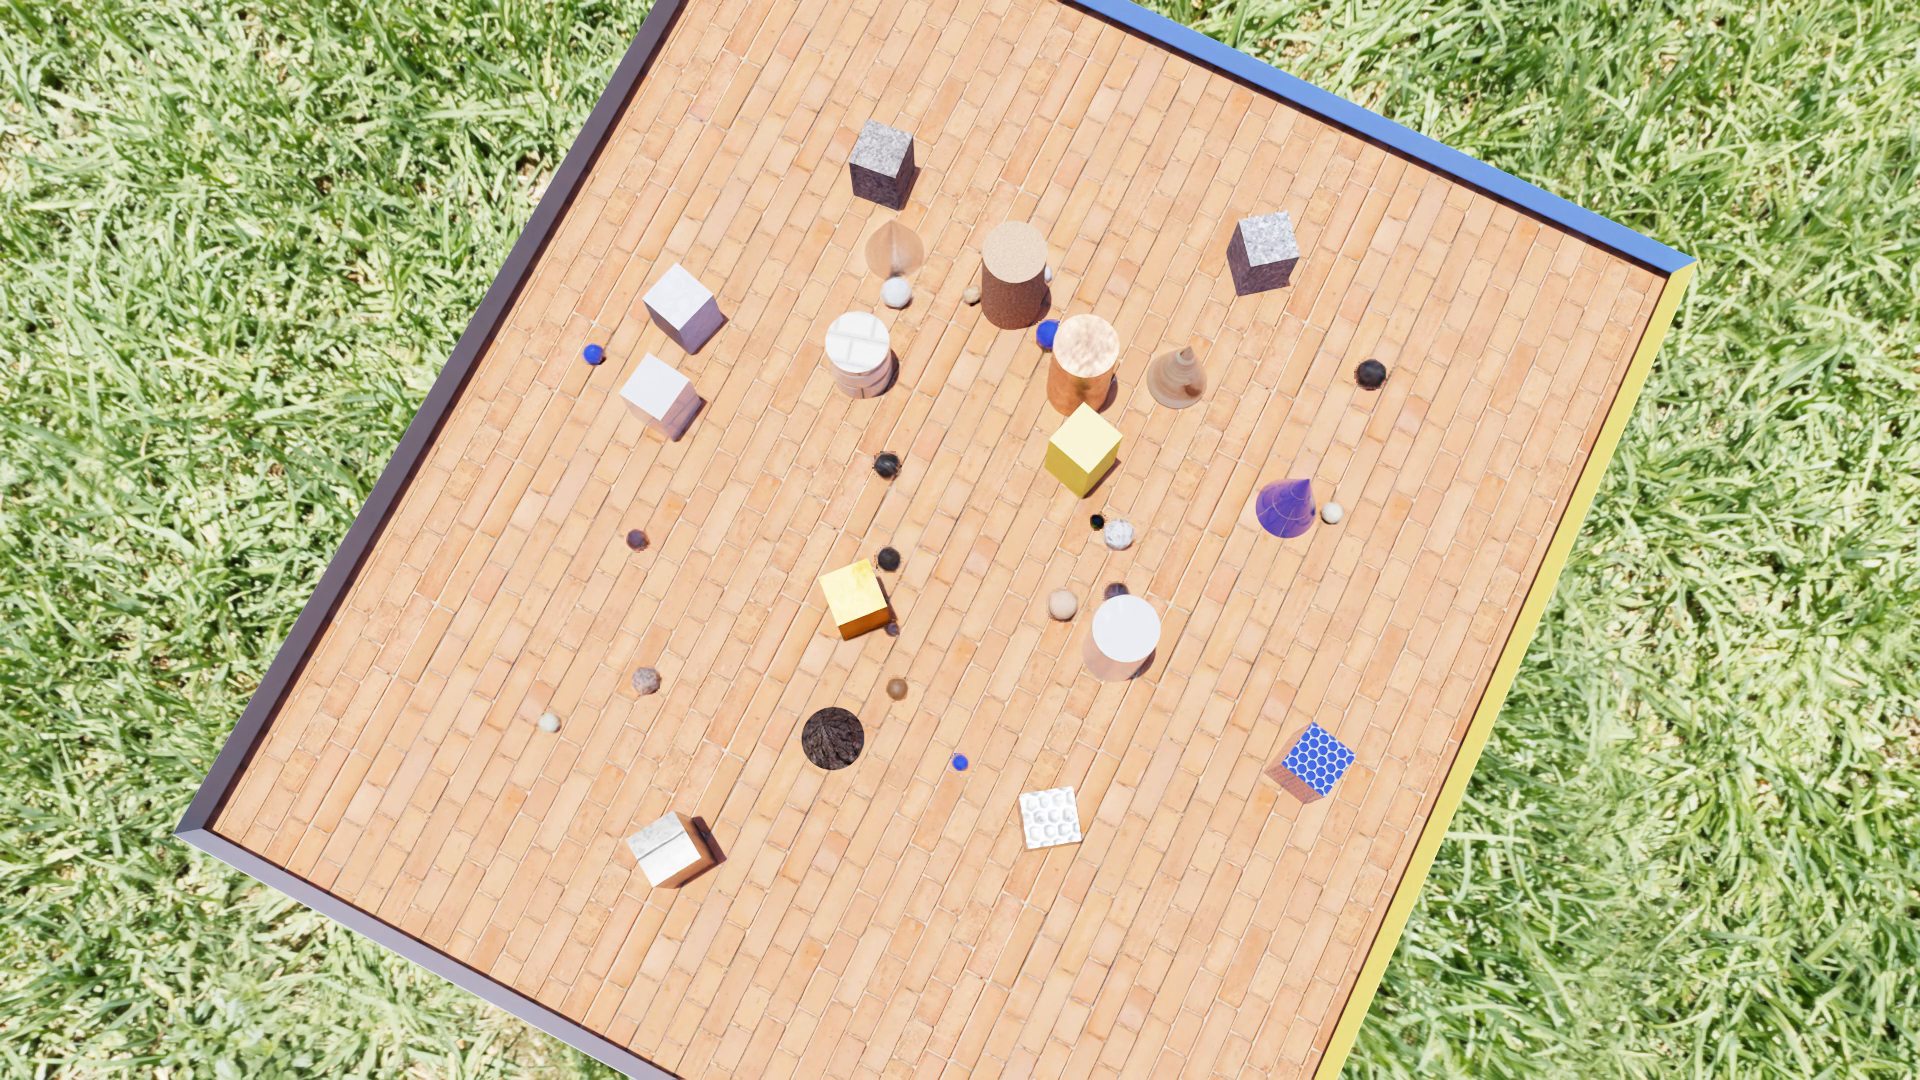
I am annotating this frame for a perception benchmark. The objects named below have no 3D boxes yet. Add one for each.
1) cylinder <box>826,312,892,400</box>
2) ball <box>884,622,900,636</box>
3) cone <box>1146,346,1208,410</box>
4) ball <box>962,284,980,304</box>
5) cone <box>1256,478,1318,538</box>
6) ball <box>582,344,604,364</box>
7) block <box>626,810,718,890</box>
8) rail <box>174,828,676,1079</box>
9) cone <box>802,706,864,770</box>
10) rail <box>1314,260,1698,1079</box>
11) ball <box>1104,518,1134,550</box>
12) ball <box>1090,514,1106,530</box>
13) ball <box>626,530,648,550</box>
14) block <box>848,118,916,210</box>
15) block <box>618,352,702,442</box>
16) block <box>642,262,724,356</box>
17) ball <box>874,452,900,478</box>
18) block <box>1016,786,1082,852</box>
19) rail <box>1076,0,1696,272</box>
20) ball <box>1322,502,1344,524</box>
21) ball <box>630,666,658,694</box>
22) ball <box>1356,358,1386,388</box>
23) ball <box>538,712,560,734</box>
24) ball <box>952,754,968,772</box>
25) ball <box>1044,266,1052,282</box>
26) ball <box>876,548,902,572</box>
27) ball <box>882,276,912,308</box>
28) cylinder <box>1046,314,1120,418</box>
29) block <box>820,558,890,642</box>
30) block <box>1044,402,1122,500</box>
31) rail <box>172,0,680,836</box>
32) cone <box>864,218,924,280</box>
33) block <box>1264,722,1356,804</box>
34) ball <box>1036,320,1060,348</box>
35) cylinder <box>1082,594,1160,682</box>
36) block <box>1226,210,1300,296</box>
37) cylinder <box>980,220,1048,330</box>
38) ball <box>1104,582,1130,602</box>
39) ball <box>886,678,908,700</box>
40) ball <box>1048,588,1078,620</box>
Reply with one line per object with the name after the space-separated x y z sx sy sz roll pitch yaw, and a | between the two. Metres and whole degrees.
-0.305 -0.560 5.586 0.190 0.286 0.190 0 78 0 | cylinder
-0.205 0.269 5.537 0.046 0.046 0.046 0 78 0 | ball
0.677 -0.535 5.549 0.190 0.349 0.190 0 78 0 | cone
0.035 -0.772 5.745 0.061 0.061 0.061 0 78 0 | ball
1.003 -0.137 5.446 0.190 0.390 0.190 0 78 0 | cone
-1.142 -0.580 5.704 0.063 0.063 0.063 0 78 0 | ball
-0.821 0.890 5.246 0.152 0.366 0.152 -31 80 -6 | block
-0.798 1.569 5.228 3.303 0.124 0.045 26 80 5 | rail
-0.381 0.552 5.285 0.190 0.426 0.190 0 78 0 | cone
1.456 0.719 5.404 0.045 0.124 3.616 26 80 5 | rail
0.483 -0.019 5.572 0.094 0.094 0.094 0 78 0 | ball
0.420 -0.057 5.603 0.049 0.049 0.049 0 78 0 | ball
-0.986 -0.001 5.584 0.065 0.065 0.065 0 78 0 | ball
-0.242 -1.170 5.724 0.152 0.263 0.152 20 79 4 | block
-0.909 -0.431 5.574 0.152 0.257 0.152 33 80 6 | block
-0.850 -0.708 5.634 0.152 0.252 0.152 41 81 8 | block
-0.222 -0.229 5.623 0.079 0.079 0.079 0 78 0 | ball
0.253 0.809 5.288 0.152 0.316 0.152 -9 78 -2 | block
0.798 -1.556 5.874 3.303 0.124 0.045 26 80 5 | rail
1.137 -0.084 5.600 0.066 0.066 0.066 0 78 0 | ball
-0.944 0.419 5.488 0.083 0.083 0.083 0 78 0 | ball
1.275 -0.516 5.677 0.090 0.090 0.090 0 78 0 | ball
-1.227 0.546 5.472 0.061 0.061 0.061 0 78 0 | ball
0.001 0.664 5.454 0.049 0.049 0.049 0 78 0 | ball
0.259 -0.838 5.759 0.059 0.059 0.059 0 78 0 | ball
-0.216 0.059 5.566 0.075 0.075 0.075 0 78 0 | ball
-0.199 -0.774 5.728 0.095 0.095 0.095 0 78 0 | ball
0.364 -0.515 5.498 0.190 0.441 0.190 0 78 0 | cylinder
-0.309 0.180 5.424 0.152 0.304 0.152 -22 79 -4 | block
0.368 -0.264 5.500 0.152 0.336 0.152 41 81 8 | block
-1.456 -0.706 5.698 0.045 0.124 3.616 26 80 5 | rail
-0.207 -0.939 5.664 0.190 0.288 0.190 0 78 0 | cone
1.012 0.650 5.321 0.152 0.315 0.152 38 81 7 | block
0.279 -0.639 5.704 0.088 0.088 0.088 0 78 0 | ball
0.464 0.291 5.329 0.190 0.444 0.190 0 78 0 | cylinder
0.932 -0.882 5.659 0.152 0.274 0.152 -12 79 -2 | block
0.160 -0.796 5.557 0.190 0.438 0.190 0 78 0 | cylinder
0.474 0.167 5.541 0.081 0.081 0.081 0 78 0 | ball
-0.189 0.445 5.491 0.066 0.066 0.066 0 78 0 | ball
0.311 0.194 5.528 0.095 0.095 0.095 0 78 0 | ball
